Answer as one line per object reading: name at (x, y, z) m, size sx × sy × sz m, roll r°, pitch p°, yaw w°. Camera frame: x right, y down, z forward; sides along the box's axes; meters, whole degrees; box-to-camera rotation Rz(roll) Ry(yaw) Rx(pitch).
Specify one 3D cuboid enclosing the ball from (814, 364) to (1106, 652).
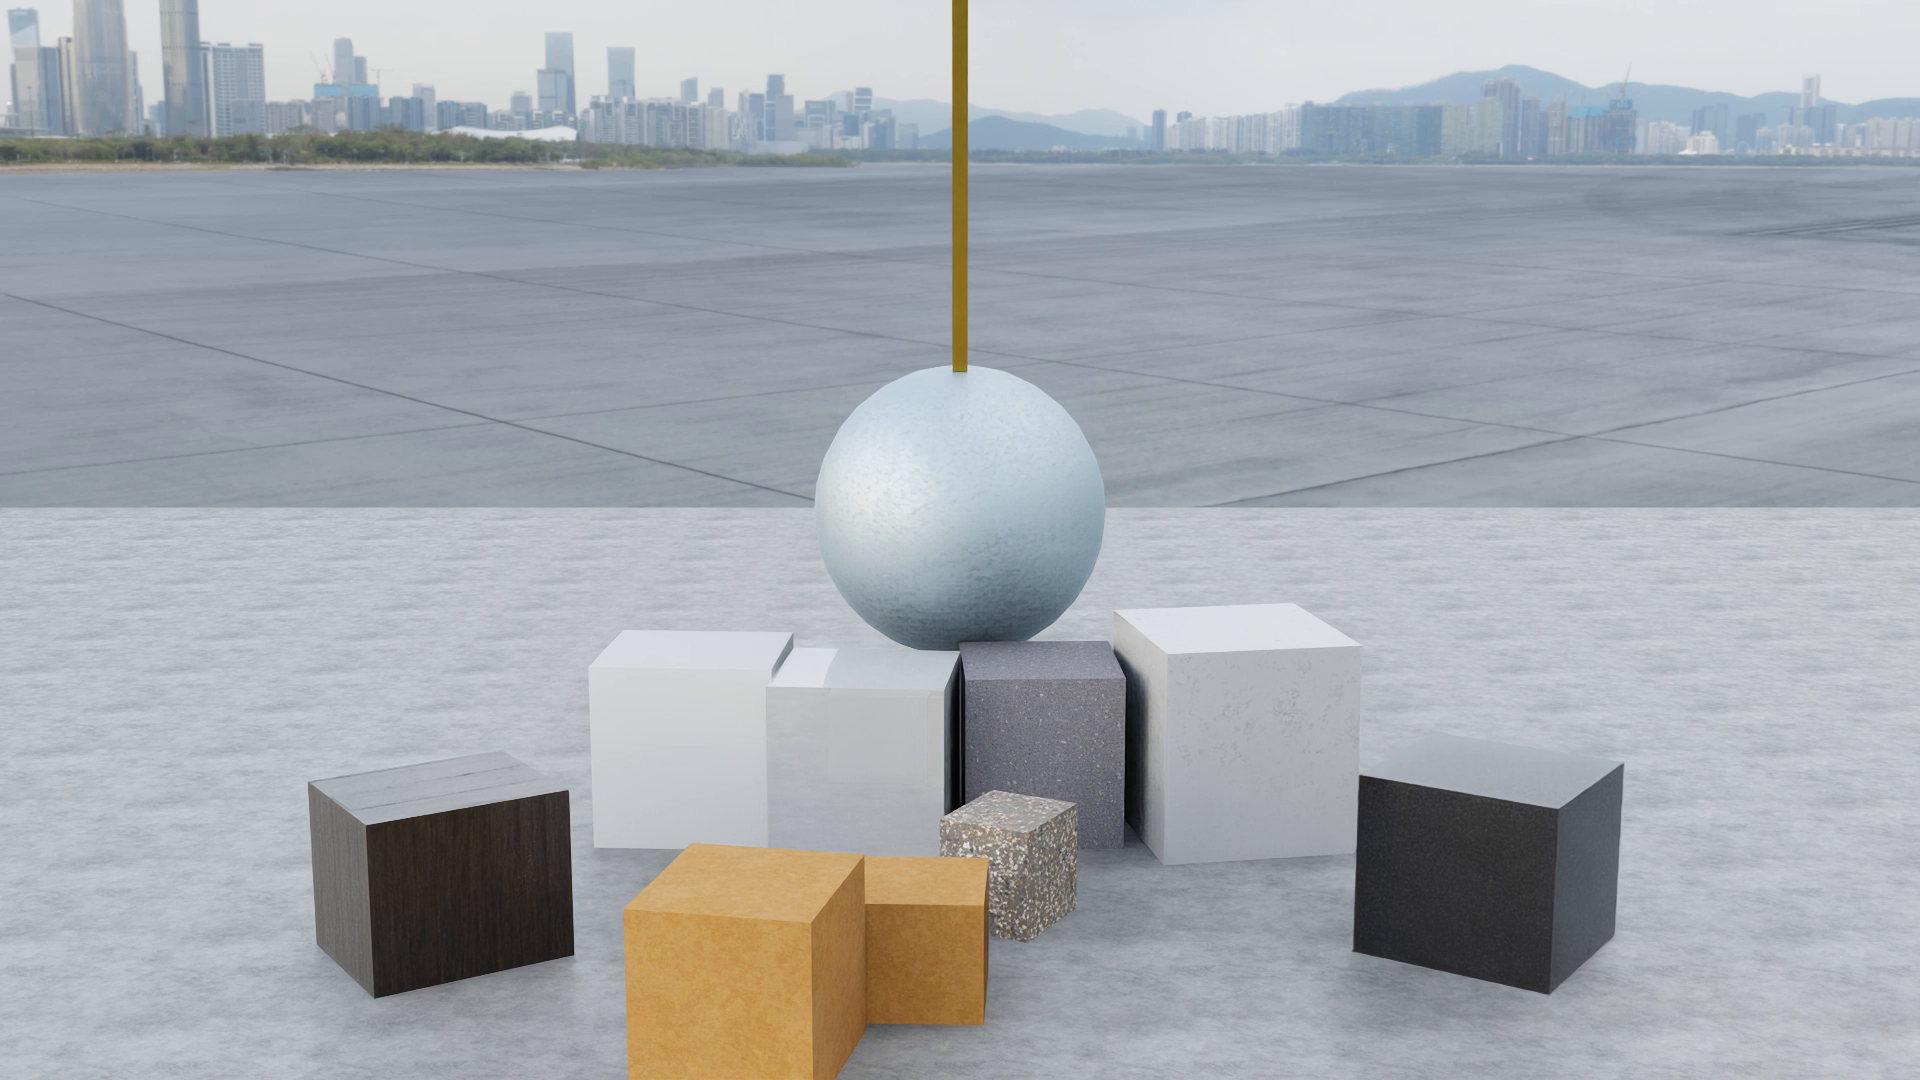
ball at (0.000, -0.159, 12.061) m, size 1.600 × 1.600 × 1.600 m, roll 0°, pitch 10°, yaw 0°

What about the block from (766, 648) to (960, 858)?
block at (-0.471, 1.083, 11.112) m, size 0.870 × 0.894 × 0.832 m, roll 1°, pitch 10°, yaw 5°

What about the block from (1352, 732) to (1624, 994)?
block at (2.326, 1.391, 9.669) m, size 0.884 × 0.803 × 0.842 m, roll 7°, pitch 12°, yaw 34°

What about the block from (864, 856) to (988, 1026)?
block at (-0.170, 1.647, 9.093) m, size 0.557 × 0.505 × 0.590 m, roll 0°, pitch 10°, yaw 3°

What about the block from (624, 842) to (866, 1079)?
block at (-0.804, 1.654, 8.416) m, size 0.711 × 0.734 × 0.785 m, roll 2°, pitch 11°, yaw 12°

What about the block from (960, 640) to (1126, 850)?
block at (0.408, 1.046, 11.356) m, size 0.794 × 0.880 × 0.836 m, roll 0°, pitch 10°, yaw -2°

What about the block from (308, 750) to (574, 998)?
block at (-2.264, 1.432, 9.597) m, size 0.894 × 0.748 × 0.755 m, roll -7°, pitch 12°, yaw -33°

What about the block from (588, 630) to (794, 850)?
block at (-1.363, 1.018, 11.363) m, size 0.911 × 0.932 × 0.840 m, roll 1°, pitch 10°, yaw 3°

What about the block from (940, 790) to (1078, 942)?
block at (0.224, 1.478, 10.022) m, size 0.441 × 0.506 × 0.507 m, roll 6°, pitch 12°, yaw 28°

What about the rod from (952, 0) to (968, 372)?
rod at (0.000, -3.376, 10.960) m, size 0.080 × 5.200 × 0.080 m, roll 0°, pitch 19°, yaw 0°

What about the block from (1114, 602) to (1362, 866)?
block at (1.392, 0.966, 11.281) m, size 0.990 × 1.063 × 1.026 m, roll -2°, pitch 10°, yaw -10°
